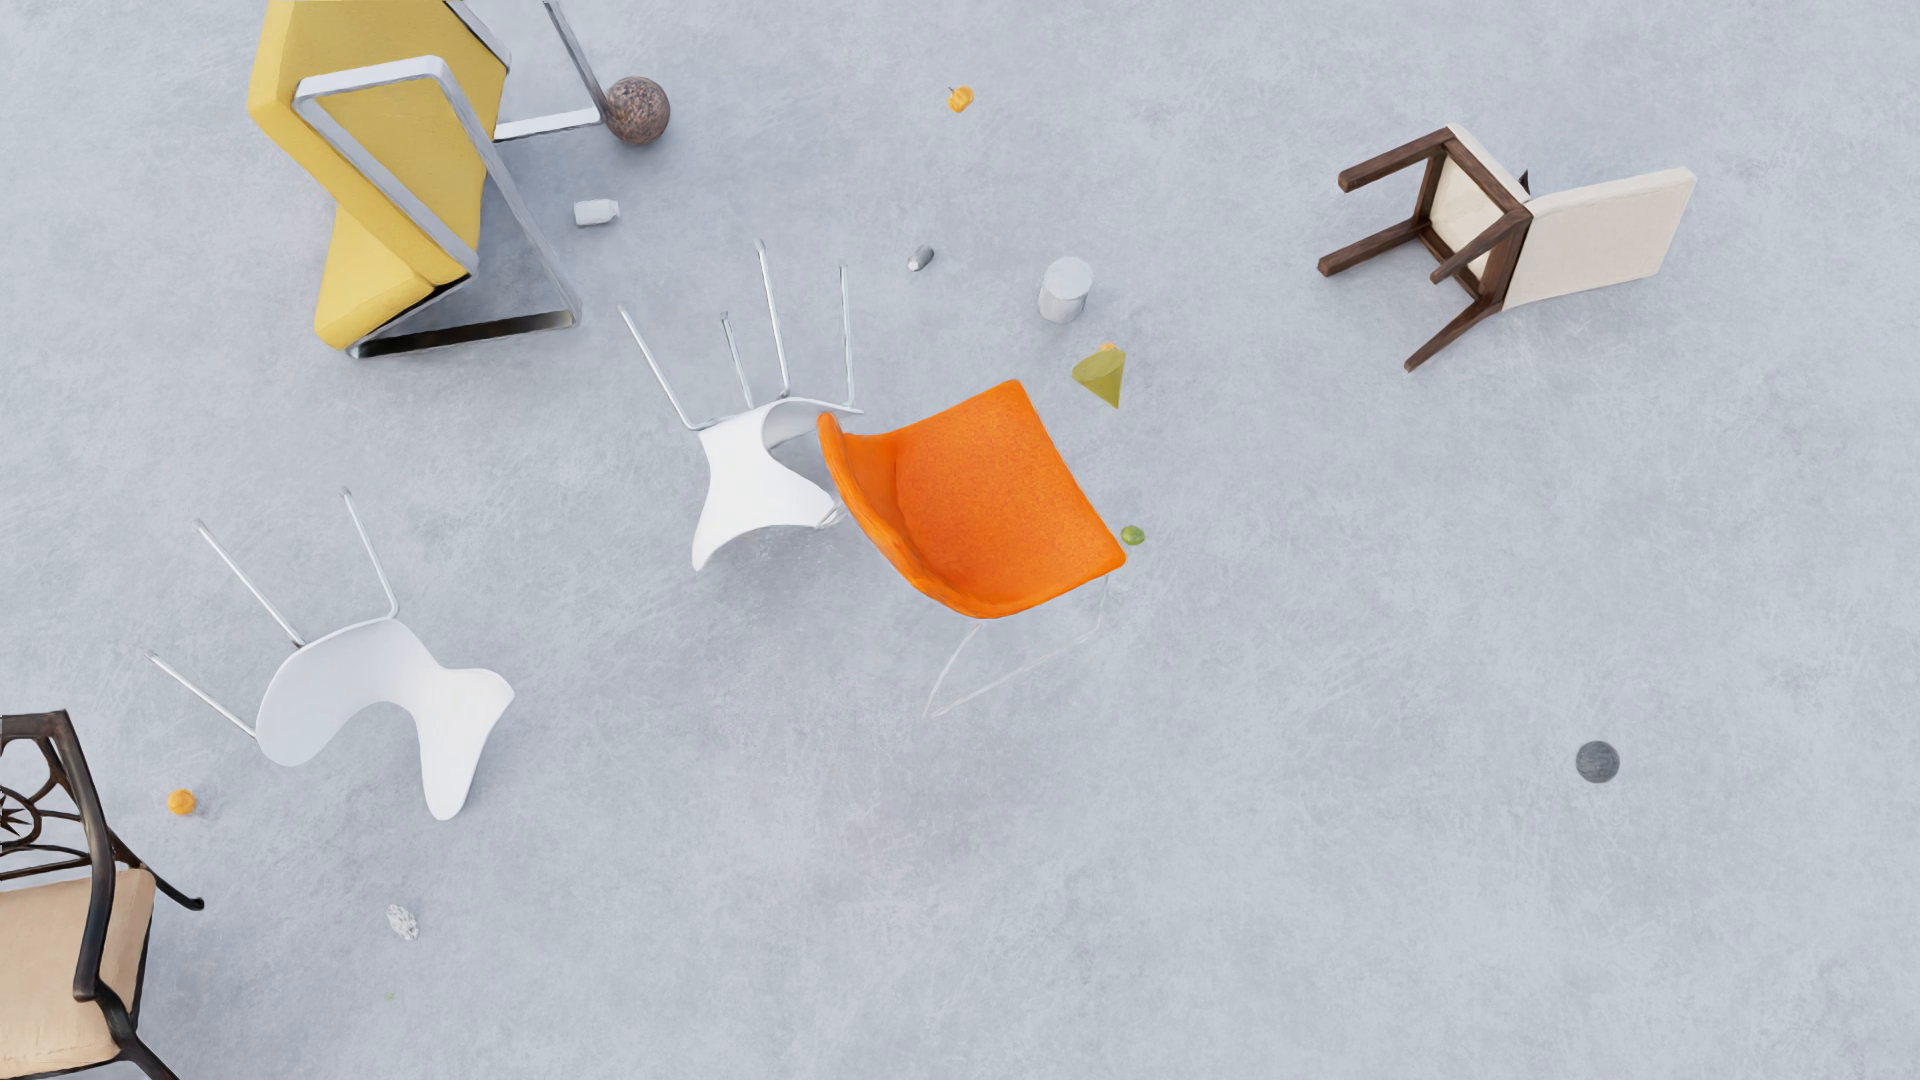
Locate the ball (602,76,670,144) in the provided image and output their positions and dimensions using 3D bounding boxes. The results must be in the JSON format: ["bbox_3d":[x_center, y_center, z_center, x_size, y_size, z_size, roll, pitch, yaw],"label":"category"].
[{"bbox_3d":[-1.090,-1.448,7.409,0.227,0.227,0.227,0,56,0],"label":"ball"}]

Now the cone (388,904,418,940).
[{"bbox_3d":[-1.474,1.010,5.876,0.111,0.078,0.054,50,25,4],"label":"cone"}]

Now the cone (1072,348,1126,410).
[{"bbox_3d":[0.452,-0.465,6.707,0.177,0.169,0.171,-22,28,9],"label":"cone"}]

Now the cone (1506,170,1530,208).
[{"bbox_3d":[1.863,-1.178,7.279,0.074,0.142,0.092,-19,58,-12],"label":"cone"}]

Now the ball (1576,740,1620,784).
[{"bbox_3d":[1.711,0.595,5.897,0.116,0.116,0.116,0,56,0],"label":"ball"}]

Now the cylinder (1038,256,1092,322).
[{"bbox_3d":[0.332,-0.792,6.959,0.144,0.134,0.172,38,63,11],"label":"cylinder"}]
